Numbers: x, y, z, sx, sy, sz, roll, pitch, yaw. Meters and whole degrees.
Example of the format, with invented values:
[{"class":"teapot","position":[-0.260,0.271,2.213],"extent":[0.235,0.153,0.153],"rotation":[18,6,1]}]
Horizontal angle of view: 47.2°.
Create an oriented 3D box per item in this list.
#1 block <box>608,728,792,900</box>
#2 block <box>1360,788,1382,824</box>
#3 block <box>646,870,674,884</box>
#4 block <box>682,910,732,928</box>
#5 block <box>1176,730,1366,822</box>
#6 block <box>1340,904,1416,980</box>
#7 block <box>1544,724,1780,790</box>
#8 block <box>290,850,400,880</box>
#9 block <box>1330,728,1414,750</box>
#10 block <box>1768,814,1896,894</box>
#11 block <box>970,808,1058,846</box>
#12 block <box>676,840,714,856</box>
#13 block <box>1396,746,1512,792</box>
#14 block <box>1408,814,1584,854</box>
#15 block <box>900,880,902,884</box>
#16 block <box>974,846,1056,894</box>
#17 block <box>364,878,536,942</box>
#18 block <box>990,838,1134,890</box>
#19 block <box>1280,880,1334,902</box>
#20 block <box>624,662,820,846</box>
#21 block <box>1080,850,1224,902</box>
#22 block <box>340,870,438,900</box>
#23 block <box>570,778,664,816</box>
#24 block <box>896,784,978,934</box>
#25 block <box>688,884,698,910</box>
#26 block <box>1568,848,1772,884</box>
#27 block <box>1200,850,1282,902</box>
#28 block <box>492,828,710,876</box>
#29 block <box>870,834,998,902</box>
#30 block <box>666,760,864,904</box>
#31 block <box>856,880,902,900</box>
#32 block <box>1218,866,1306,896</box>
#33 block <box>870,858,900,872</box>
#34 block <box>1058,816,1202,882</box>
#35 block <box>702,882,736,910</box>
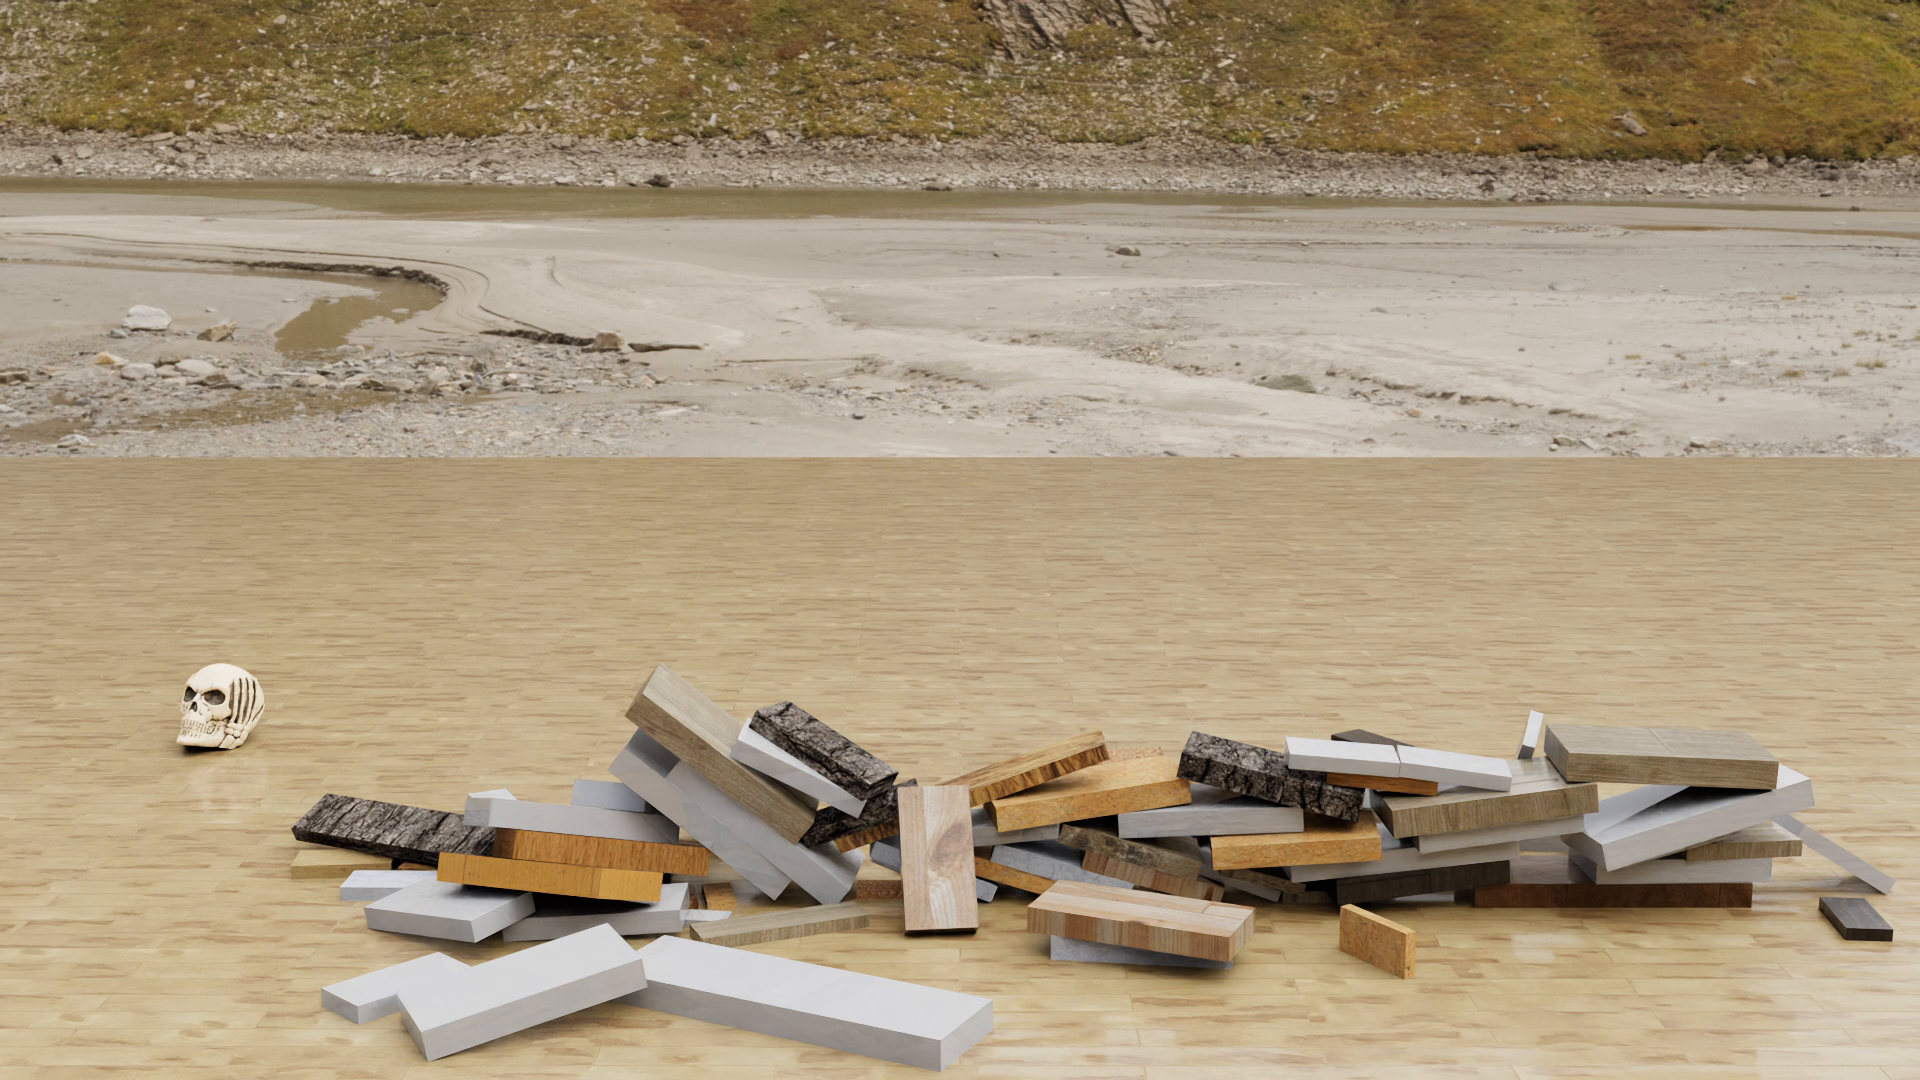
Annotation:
[{"class":"block","position":[-0.417,0.444,3.661],"extent":[0.347,0.049,0.174],"rotation":[39,12,-5]},{"class":"block","position":[0.688,0.473,3.832],"extent":[0.139,0.039,0.277],"rotation":[1,-18,-5]},{"class":"block","position":[-0.548,0.569,3.737],"extent":[0.116,0.016,0.058],"rotation":[0,11,-1]},{"class":"block","position":[-0.417,0.609,3.532],"extent":[0.095,0.013,0.047],"rotation":[2,11,8]},{"class":"block","position":[0.515,0.388,3.620],"extent":[0.299,0.042,0.149],"rotation":[13,12,10]},{"class":"block","position":[0.636,0.612,3.355],"extent":[0.020,0.072,0.143],"rotation":[-7,12,-32]},{"class":"block","position":[1.139,0.352,3.584],"extent":[0.331,0.047,0.166],"rotation":[2,11,2]},{"class":"block","position":[-1.057,0.556,3.784],"extent":[0.167,0.024,0.084],"rotation":[-1,11,-5]},{"class":"block","position":[0.846,0.422,4.512],"extent":[0.080,0.023,0.159],"rotation":[-7,13,-33]},{"class":"block","position":[1.461,0.521,3.690],"extent":[0.198,0.028,0.099],"rotation":[31,5,-12]},{"class":"block","position":[0.053,0.473,3.641],"extent":[0.215,0.030,0.108],"rotation":[-6,10,2]},{"class":"block","position":[-0.479,0.544,3.878],"extent":[0.094,0.013,0.047],"rotation":[4,11,20]},{"class":"block","position":[0.798,0.370,3.562],"extent":[0.176,0.025,0.088],"rotation":[7,14,6]},{"class":"block","position":[0.866,0.455,3.596],"extent":[0.269,0.038,0.135],"rotation":[-7,12,-2]},{"class":"block","position":[-0.046,0.572,3.666],"extent":[0.104,0.015,0.052],"rotation":[11,10,-4]},{"class":"block","position":[0.097,0.546,3.663],"extent":[0.215,0.030,0.108],"rotation":[16,11,-1]},{"class":"block","position":[-0.808,0.585,3.479],"extent":[0.255,0.036,0.127],"rotation":[-1,13,37]},{"class":"block","position":[0.170,0.534,3.660],"extent":[0.236,0.033,0.118],"rotation":[17,11,0]},{"class":"block","position":[0.603,0.582,3.658],"extent":[0.143,0.020,0.072],"rotation":[0,11,0]},{"class":"block","position":[-0.385,0.350,3.626],"extent":[0.347,0.049,0.174],"rotation":[38,12,-7]},{"class":"block","position":[0.317,0.543,3.655],"extent":[0.236,0.033,0.118],"rotation":[16,12,-2]},{"class":"block","position":[-0.940,0.577,3.673],"extent":[0.167,0.024,0.084],"rotation":[0,11,1]},{"class":"block","position":[-0.502,0.459,3.800],"extent":[0.160,0.045,0.319],"rotation":[0,-12,32]},{"class":"block","position":[-0.037,0.510,3.516],"extent":[0.116,0.231,0.033],"rotation":[-1,-21,-7]},{"class":"block","position":[-0.458,0.591,3.626],"extent":[0.047,0.013,0.095],"rotation":[-3,11,-11]},{"class":"block","position":[1.181,0.528,3.665],"extent":[0.290,0.041,0.145],"rotation":[0,11,-2]},{"class":"block","position":[0.460,0.557,3.656],"extent":[0.143,0.020,0.072],"rotation":[20,11,-3]},{"class":"block","position":[-0.588,0.511,3.603],"extent":[0.320,0.045,0.160],"rotation":[9,-9,-22]},{"class":"block","position":[-0.044,0.534,3.661],"extent":[0.215,0.030,0.108],"rotation":[21,11,-5]},{"class":"block","position":[-0.319,0.461,3.658],"extent":[0.347,0.049,0.174],"rotation":[39,12,-2]},{"class":"block","position":[-0.119,0.583,3.667],"extent":[0.104,0.015,0.052],"rotation":[0,11,-1]},{"class":"block","position":[0.494,0.547,3.627],"extent":[0.143,0.020,0.072],"rotation":[15,12,-5]},{"class":"block","position":[-0.095,0.539,3.655],"extent":[0.104,0.015,0.052],"rotation":[22,11,-1]},{"class":"block","position":[0.279,0.498,3.645],"extent":[0.236,0.033,0.118],"rotation":[16,12,-1]},{"class":"block","position":[-0.399,0.589,3.637],"extent":[0.047,0.013,0.095],"rotation":[-2,11,-12]}]
